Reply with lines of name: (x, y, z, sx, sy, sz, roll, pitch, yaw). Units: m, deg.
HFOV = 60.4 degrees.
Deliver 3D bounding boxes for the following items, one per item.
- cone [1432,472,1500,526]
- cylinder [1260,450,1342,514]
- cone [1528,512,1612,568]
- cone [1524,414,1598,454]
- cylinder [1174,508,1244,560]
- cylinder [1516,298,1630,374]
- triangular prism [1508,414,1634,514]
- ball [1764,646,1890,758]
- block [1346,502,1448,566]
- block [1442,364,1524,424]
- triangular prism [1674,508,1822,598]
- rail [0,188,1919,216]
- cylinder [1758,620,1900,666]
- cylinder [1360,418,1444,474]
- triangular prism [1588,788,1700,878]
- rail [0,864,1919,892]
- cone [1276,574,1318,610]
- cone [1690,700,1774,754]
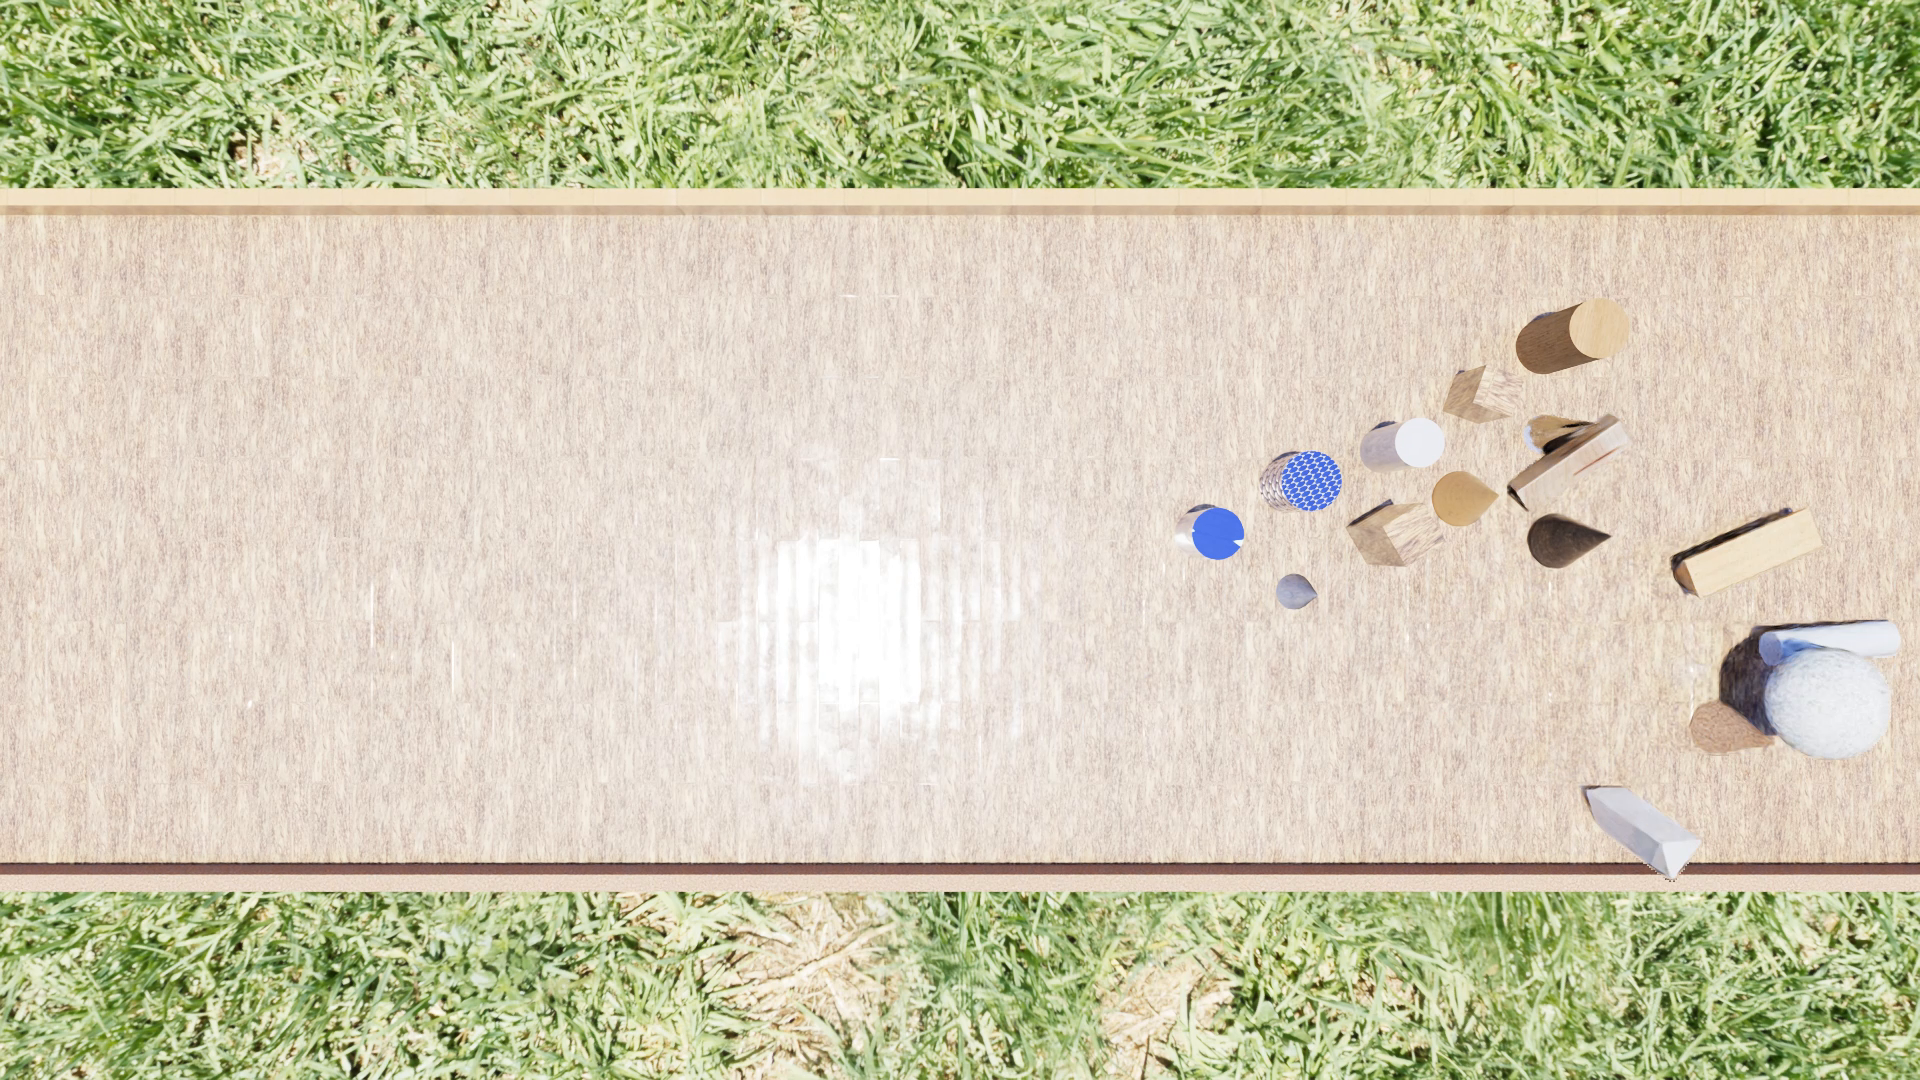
cone: (1.538, -0.127, 4.888, 0.171, 0.378, 0.171, 0, 90, 0)
cylinder: (1.008, -0.169, 4.901, 0.173, 0.351, 0.173, 0, 90, 0)
cone: (1.847, -0.004, 4.885, 0.173, 0.368, 0.173, 0, 88, -5)
cone: (1.796, -0.327, 4.855, 0.121, 0.443, 0.121, 0, 90, 0)
cylinder: (0.735, -0.018, 4.887, 0.149, 0.380, 0.149, 0, 90, 0)
cylinder: (1.795, -0.594, 4.852, 0.170, 0.449, 0.170, 0, 90, 0)
triangular prism: (1.835, -0.239, 4.967, 0.361, 0.100, 0.115, -37, 70, 14)
ball: (2.470, 0.463, 4.705, 0.320, 0.320, 0.320, 0, 90, 0)
block: (1.276, -0.015, 4.851, 0.132, 0.450, 0.132, -31, 90, 0)
block: (1.559, -0.433, 4.924, 0.118, 0.305, 0.118, 20, 90, 0)
triangular prism: (2.380, 0.023, 4.989, 0.406, 0.128, 0.111, -23, 124, -1)
rail: (-2.247, -1.025, 5.002, 12.000, 0.150, 0.050, 0, 90, 0)
cylinder: (2.630, 0.311, 4.990, 0.398, 0.107, 0.107, -4, 90, -10)
cylinder: (1.299, -0.275, 4.868, 0.140, 0.418, 0.140, 0, 90, 0)
triangular prism: (2.038, 0.843, 4.907, 0.122, 0.329, 0.140, -29, 116, -8)
rail: (-2.247, 1.025, 5.001, 12.000, 0.150, 0.050, 0, 90, 0)
cone: (1.028, 0.159, 4.904, 0.112, 0.344, 0.112, 0, 90, 0)
cone: (2.336, 0.582, 4.907, 0.165, 0.329, 0.165, 0, 92, -3)
